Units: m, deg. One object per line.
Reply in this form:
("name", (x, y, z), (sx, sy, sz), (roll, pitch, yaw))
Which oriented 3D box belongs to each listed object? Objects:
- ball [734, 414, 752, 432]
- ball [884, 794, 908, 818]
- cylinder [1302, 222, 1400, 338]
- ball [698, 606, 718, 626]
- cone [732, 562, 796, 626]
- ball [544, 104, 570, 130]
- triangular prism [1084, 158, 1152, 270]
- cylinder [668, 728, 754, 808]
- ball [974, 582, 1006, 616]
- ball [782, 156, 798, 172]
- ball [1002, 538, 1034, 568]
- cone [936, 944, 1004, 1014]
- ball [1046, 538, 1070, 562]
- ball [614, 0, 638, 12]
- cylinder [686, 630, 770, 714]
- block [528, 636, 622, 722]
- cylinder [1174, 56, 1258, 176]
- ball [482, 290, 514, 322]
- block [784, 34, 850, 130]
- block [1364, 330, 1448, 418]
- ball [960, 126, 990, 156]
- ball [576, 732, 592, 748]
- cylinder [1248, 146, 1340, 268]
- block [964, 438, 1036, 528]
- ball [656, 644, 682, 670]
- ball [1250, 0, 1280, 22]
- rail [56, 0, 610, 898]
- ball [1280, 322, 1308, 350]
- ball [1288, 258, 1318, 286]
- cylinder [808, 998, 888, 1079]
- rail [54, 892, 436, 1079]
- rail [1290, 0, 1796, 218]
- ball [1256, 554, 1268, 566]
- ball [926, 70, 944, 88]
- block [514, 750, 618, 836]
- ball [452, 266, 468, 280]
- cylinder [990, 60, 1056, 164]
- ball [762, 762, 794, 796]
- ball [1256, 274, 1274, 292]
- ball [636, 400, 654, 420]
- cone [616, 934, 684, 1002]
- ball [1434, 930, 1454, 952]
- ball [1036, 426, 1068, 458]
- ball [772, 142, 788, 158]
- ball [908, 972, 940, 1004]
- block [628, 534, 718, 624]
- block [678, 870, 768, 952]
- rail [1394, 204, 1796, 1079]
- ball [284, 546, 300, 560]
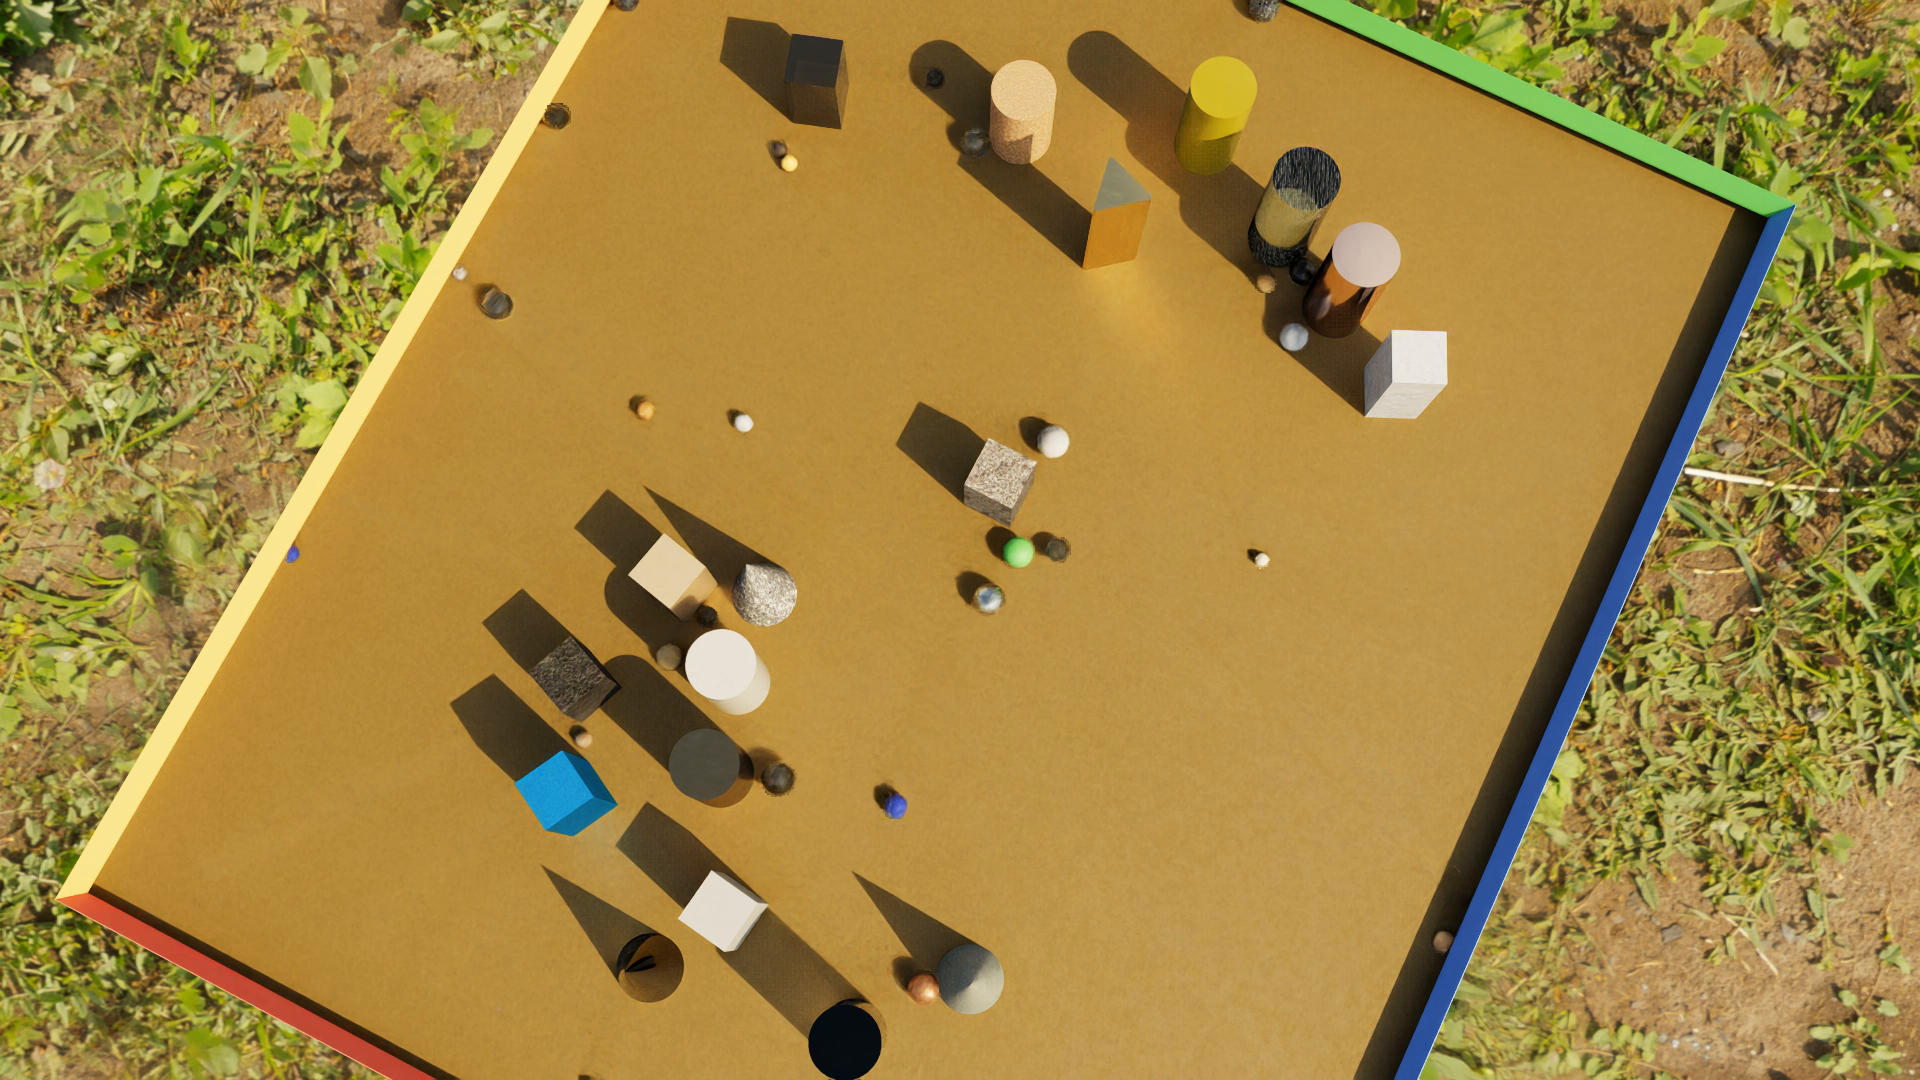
("ball", (-0.668, -0.361, 5.662), (0.056, 0.056, 0.056), (0, 78, 0))
("ball", (-0.189, 0.785, 5.419), (0.069, 0.069, 0.069), (0, 78, 0))
("cylinder", (1.176, -0.778, 5.535), (0.199, 0.475, 0.199), (0, 78, 0))
("ball", (-0.763, 0.231, 5.538), (0.060, 0.060, 0.060), (0, 78, 0))
("cone", (-0.596, 0.116, 5.346), (0.199, 0.483, 0.199), (0, 78, 0))
("ball", (-1.289, -1.349, 5.855), (0.080, 0.080, 0.080), (0, 78, 0))
("triangular prism", (0.456, -0.995, 5.569), (0.172, 0.496, 0.149), (-13, 79, -3))
("cylinder", (-0.713, 0.662, 5.292), (0.199, 0.368, 0.199), (0, 78, 0))
("ball", (0.090, 0.179, 5.529), (0.099, 0.099, 0.099), (0, 78, 0))
("ball", (-0.544, -1.200, 5.838), (0.052, 0.052, 0.052), (0, 78, 0))
("ball", (0.176, 0.038, 5.561), (0.093, 0.093, 0.093), (0, 78, 0))
("cone", (0.029, 1.238, 5.134), (0.199, 0.443, 0.199), (0, 78, 0))
("ball", (0.297, 0.030, 5.574), (0.070, 0.070, 0.070), (0, 78, 0))
("ball", (-1.082, -1.752, 5.938), (0.080, 0.080, 0.080), (0, 78, 0))
("cylinder", (-0.671, 0.389, 5.335), (0.199, 0.394, 0.199), (0, 78, 0))
("block", (-1.131, 0.413, 5.397), (0.159, 0.263, 0.159), (-41, 81, -8))
("cylinder", (0.786, -1.306, 5.669), (0.199, 0.427, 0.199), (0, 78, 0))
("ball", (-1.442, -0.732, 5.719), (0.097, 0.097, 0.097), (0, 78, 0))
("block", (-0.448, -1.438, 5.760), (0.159, 0.302, 0.159), (8, 78, 2))
("block", (1.340, -0.496, 5.527), (0.159, 0.376, 0.159), (2, 78, 0))
("ball", (0.049, -1.267, 5.832), (0.093, 0.093, 0.093), (0, 78, 0))
("ball", (-1.124, 0.594, 5.469), (0.048, 0.048, 0.048), (0, 78, 0))
("cylinder", (1.012, -1.006, 5.581), (0.199, 0.478, 0.199), (0, 78, 0))
("block", (0.119, -0.169, 5.516), (0.159, 0.267, 0.159), (27, 80, 5))
("ball", (-0.873, 0.351, 5.505), (0.076, 0.076, 0.076), (0, 78, 0))
("ball", (0.984, -1.723, 5.925), (0.094, 0.094, 0.094), (0, 78, 0))
("rail", (-1.637, -0.795, 5.714), (0.045, 0.129, 4.230), (26, 80, 5))
("ball", (1.039, -0.633, 5.703), (0.088, 0.088, 0.088), (0, 78, 0))
("ball", (1.076, -0.840, 5.744), (0.090, 0.090, 0.090), (0, 78, 0))
("cylinder", (-0.310, 1.393, 5.126), (0.199, 0.395, 0.199), (0, 78, 0))
("rail", (-0.935, 1.838, 5.169), (3.709, 0.129, 0.045), (26, 80, 5))
("rail", (0.935, -1.825, 5.927), (3.709, 0.129, 0.045), (26, 80, 5))
("ball", (0.920, 0.060, 5.584), (0.040, 0.040, 0.040), (0, 78, 0))
("ball", (-0.081, -1.484, 5.895), (0.055, 0.055, 0.055), (0, 78, 0))
("block", (-1.128, 0.733, 5.274), (0.159, 0.374, 0.159), (-35, 80, -7))
("ball", (-1.576, -0.840, 5.766), (0.048, 0.048, 0.048), (0, 78, 0))
("cylinder", (0.194, -1.333, 5.725), (0.199, 0.327, 0.199), (0, 78, 0))
("ball", (-0.538, 0.705, 5.421), (0.098, 0.098, 0.098), (0, 78, 0))
("ball", (0.960, -0.808, 5.756), (0.055, 0.055, 0.055), (0, 78, 0))
("ball", (-0.973, -0.402, 5.671), (0.056, 0.056, 0.056), (0, 78, 0))
("cone", (-0.906, 1.208, 5.151), (0.199, 0.421, 0.199), (0, 78, 0))
("ball", (1.412, 1.171, 5.342), (0.063, 0.063, 0.063), (0, 78, 0))
("ball", (0.285, -0.301, 5.628), (0.099, 0.099, 0.099), (0, 78, 0))
("ball", (-0.573, -1.245, 5.850), (0.048, 0.048, 0.048), (0, 78, 0))
("ball", (-0.105, 1.296, 5.299), (0.093, 0.093, 0.093), (0, 78, 0))
("block", (-0.849, 0.118, 5.448), (0.159, 0.283, 0.159), (38, 81, 7))
("block", (-0.673, 1.062, 5.244), (0.159, 0.299, 0.159), (34, 80, 7))
("rail", (1.637, 0.809, 5.382), (0.045, 0.129, 4.230), (26, 80, 5))
("ball", (-2.034, 0.041, 5.585), (0.045, 0.045, 0.045), (0, 78, 0))
